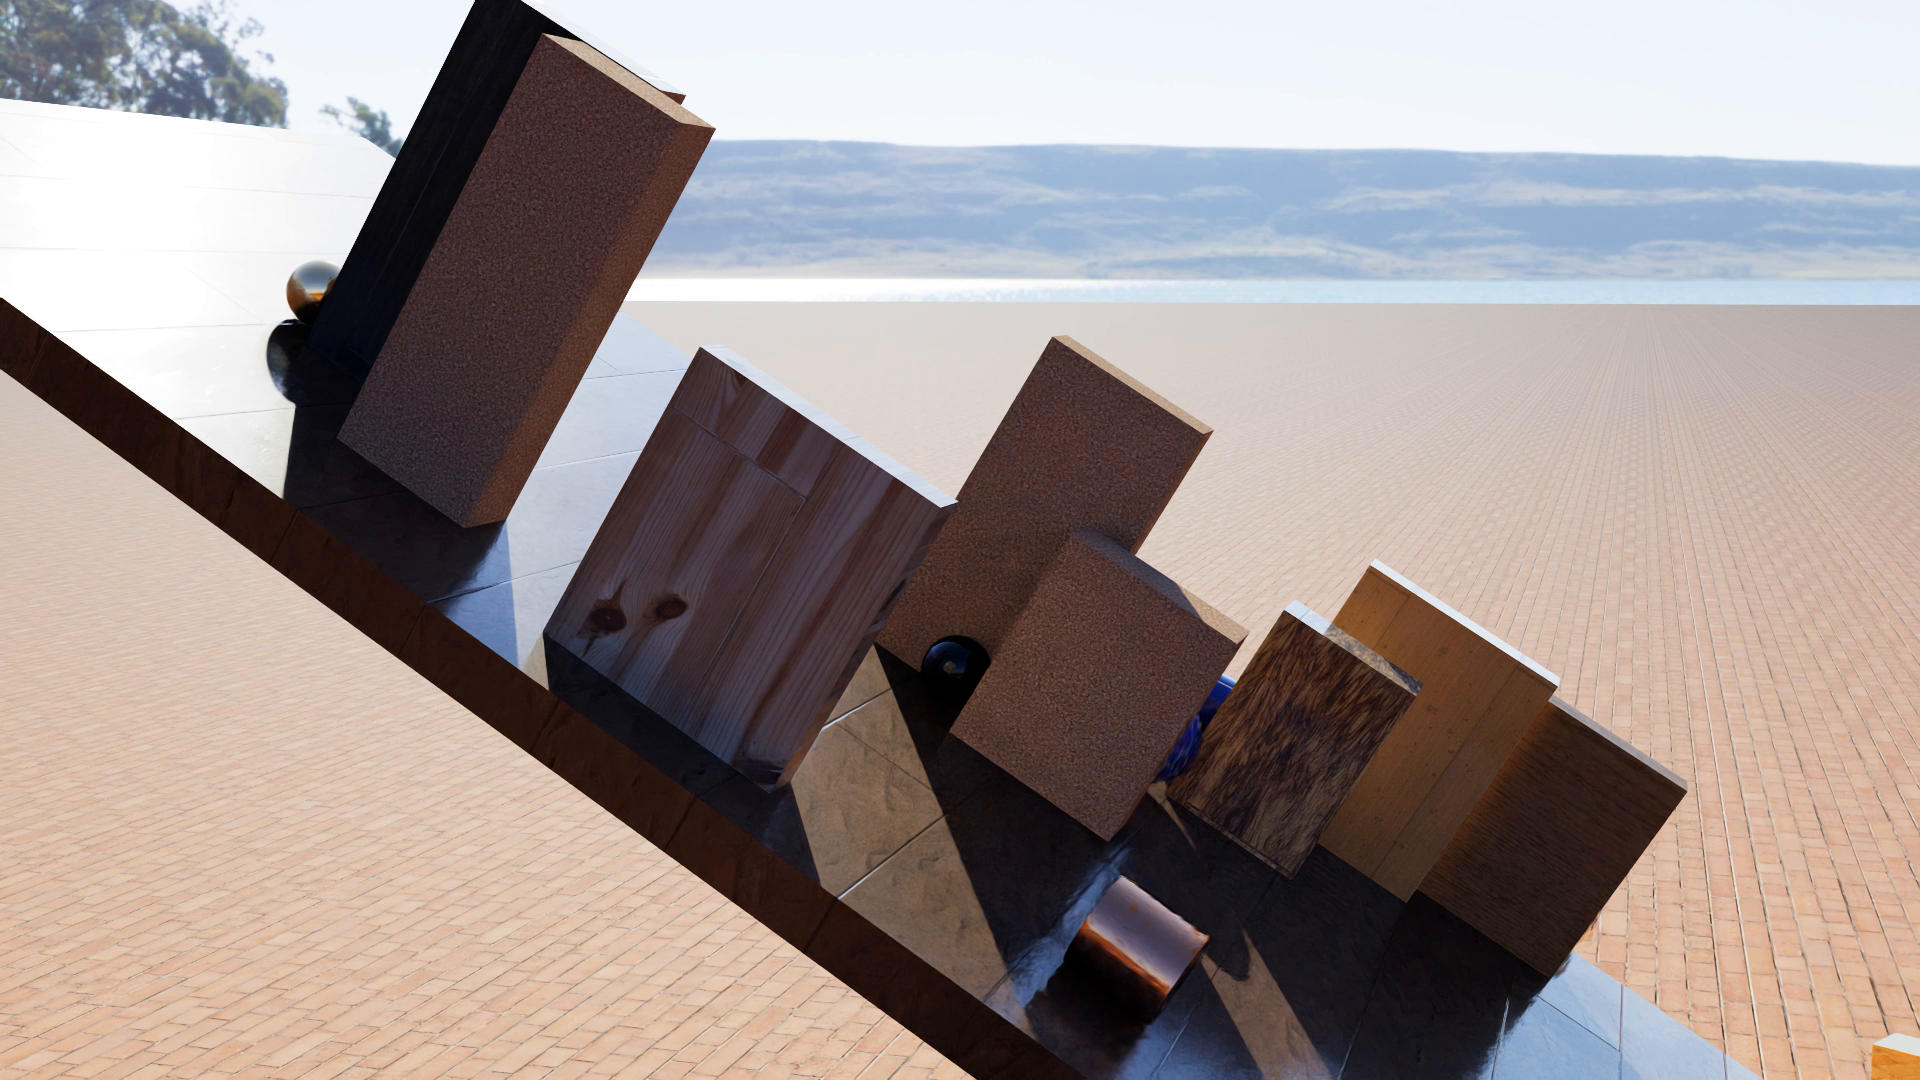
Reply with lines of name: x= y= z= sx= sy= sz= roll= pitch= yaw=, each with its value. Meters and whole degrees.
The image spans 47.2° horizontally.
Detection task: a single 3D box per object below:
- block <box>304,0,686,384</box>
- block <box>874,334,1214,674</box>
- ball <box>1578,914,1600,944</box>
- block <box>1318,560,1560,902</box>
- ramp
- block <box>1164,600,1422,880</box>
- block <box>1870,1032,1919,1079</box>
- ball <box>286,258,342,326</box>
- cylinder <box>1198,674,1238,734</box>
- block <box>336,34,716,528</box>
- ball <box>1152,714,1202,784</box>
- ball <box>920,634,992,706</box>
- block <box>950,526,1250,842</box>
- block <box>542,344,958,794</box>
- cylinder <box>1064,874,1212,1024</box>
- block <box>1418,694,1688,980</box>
block: x=-0.819 y=-0.558 z=3.849 sx=0.375 sy=0.730 sz=0.108 roll=34 pitch=15 yaw=11
block: x=0.148 y=-0.007 z=4.078 sx=0.327 sy=0.669 sz=0.107 roll=34 pitch=15 yaw=11
ball: x=1.333 y=0.820 z=4.815 sx=0.132 sy=0.132 sz=0.132 roll=0 pitch=7 yaw=0
block: x=0.877 y=0.387 z=4.475 sx=0.435 sy=0.541 sz=0.097 roll=34 pitch=15 yaw=11
ramp: x=-0.158 y=0.261 z=4.115 sx=4.000 sy=0.100 sz=2.000 roll=34 pitch=15 yaw=11
block: x=0.642 y=0.383 z=4.239 sx=0.292 sy=0.434 sz=0.137 roll=34 pitch=15 yaw=11
block: x=2.143 y=1.196 z=4.974 sx=0.113 sy=0.113 sz=0.113 roll=-6 pitch=9 yaw=-41
ball: x=-1.164 y=-0.449 z=4.008 sx=0.126 sy=0.126 sz=0.126 roll=0 pitch=7 yaw=0
cylinder: x=0.515 y=0.376 z=4.465 sx=0.204 sy=0.204 sz=0.204 roll=28 pitch=1 yaw=-13
block: x=-0.706 y=-0.412 z=3.558 sx=0.271 sy=0.749 sz=0.141 roll=34 pitch=15 yaw=11
ball: x=0.359 y=0.364 z=4.198 sx=0.202 sy=0.202 sz=0.202 roll=0 pitch=7 yaw=0
ball: x=-0.006 y=0.239 z=4.030 sx=0.130 sy=0.130 sz=0.130 roll=0 pitch=7 yaw=0
block: x=0.246 y=0.252 z=3.902 sx=0.344 sy=0.426 sz=0.134 roll=34 pitch=15 yaw=11
block: x=-0.321 y=0.042 z=3.299 sx=0.435 sy=0.514 sz=0.085 roll=34 pitch=15 yaw=11
cylinder: x=0.265 y=0.612 z=3.292 sx=0.158 sy=0.158 sz=0.158 roll=35 pitch=18 yaw=14
block: x=1.200 y=0.597 z=4.538 sx=0.365 sy=0.483 sz=0.095 roll=34 pitch=15 yaw=11
